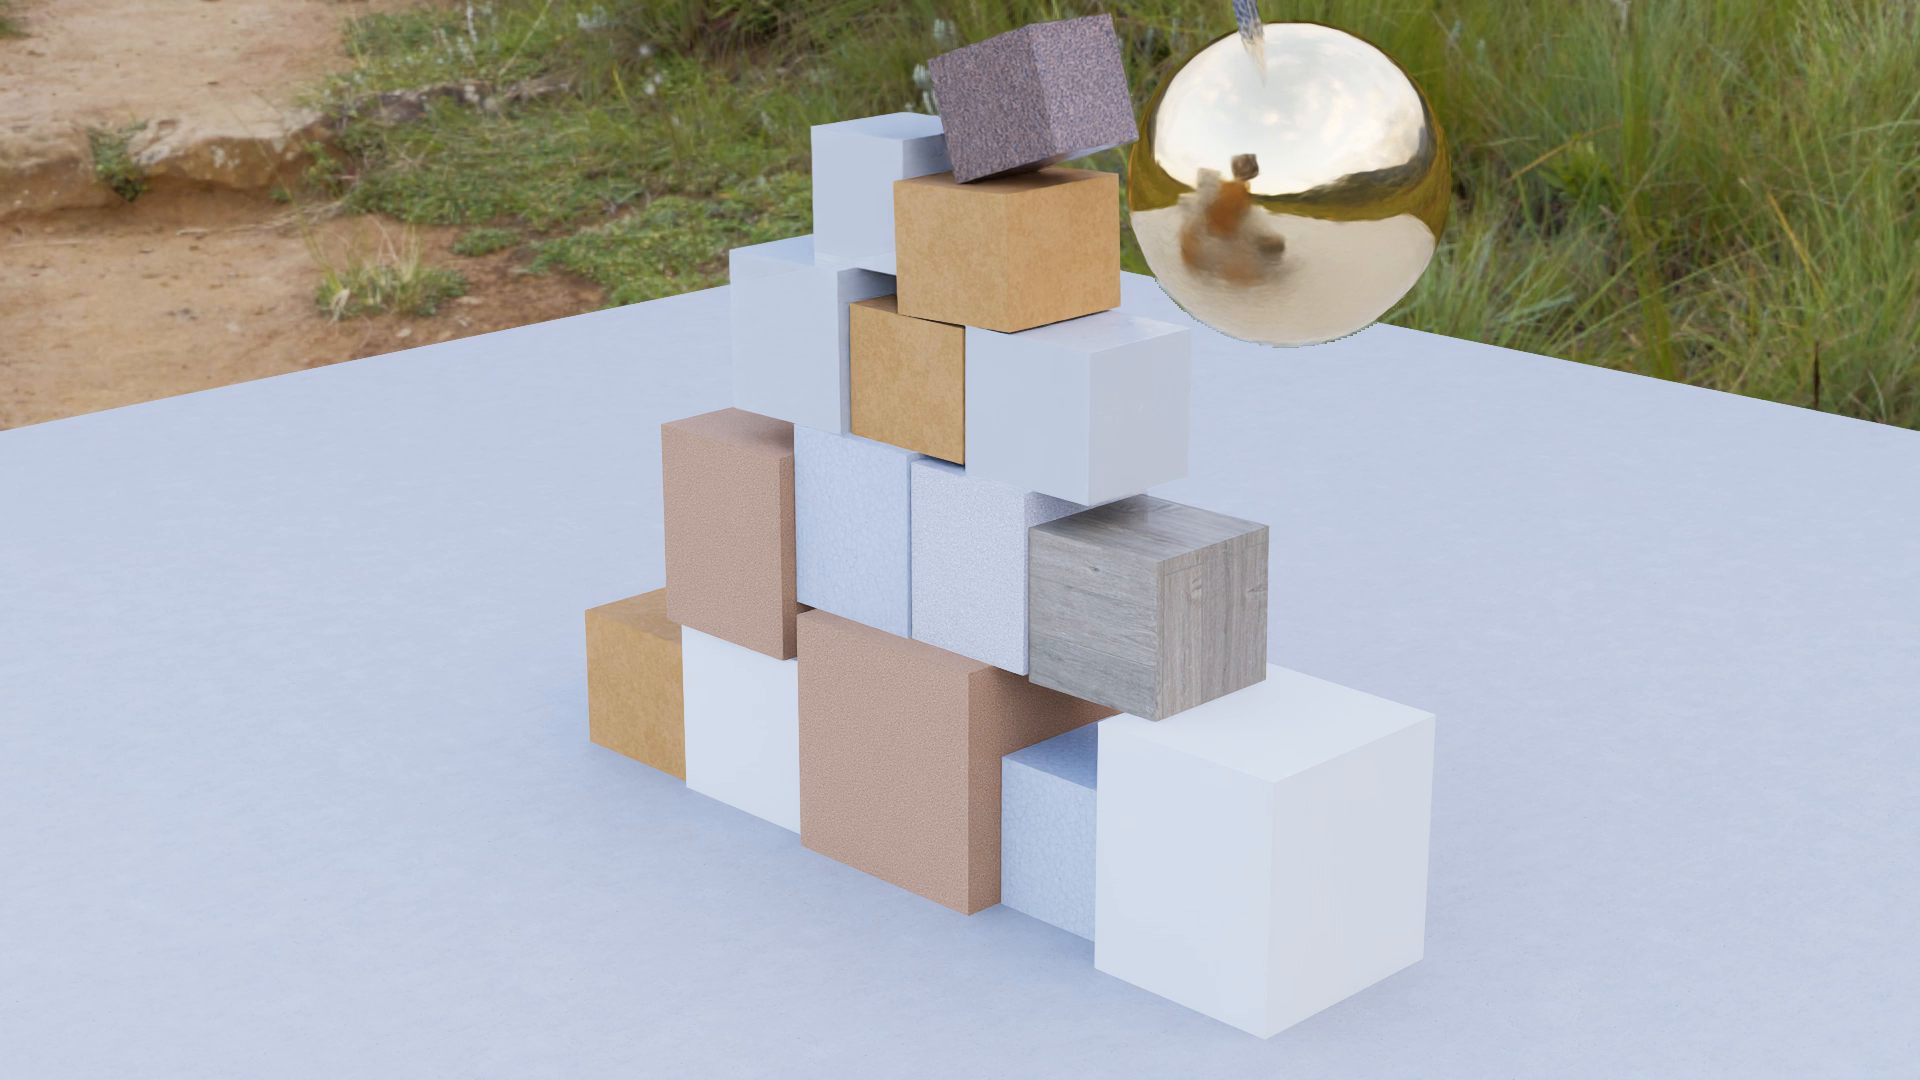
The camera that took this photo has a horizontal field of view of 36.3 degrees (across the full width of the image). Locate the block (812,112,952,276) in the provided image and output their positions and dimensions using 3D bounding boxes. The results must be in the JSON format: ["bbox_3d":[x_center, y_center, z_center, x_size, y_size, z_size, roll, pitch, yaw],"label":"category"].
[{"bbox_3d":[-0.248,-1.556,13.124,0.585,0.599,0.579,16,23,43],"label":"block"}]

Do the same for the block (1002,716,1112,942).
[{"bbox_3d":[0.699,1.294,13.046,0.722,0.708,0.731,-17,24,-42],"label":"block"}]

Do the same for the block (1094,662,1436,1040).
[{"bbox_3d":[1.284,1.280,12.402,1.068,1.122,0.937,-17,24,-42],"label":"block"}]

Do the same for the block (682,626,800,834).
[{"bbox_3d":[-0.707,0.807,14.325,0.889,0.870,0.928,-17,24,-42],"label":"block"}]

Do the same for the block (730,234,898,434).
[{"bbox_3d":[-0.517,-0.986,13.572,0.793,0.747,0.729,-17,23,-42],"label":"block"}]

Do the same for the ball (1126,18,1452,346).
[{"bbox_3d":[1.623,-1.763,14.489,1.600,1.600,1.600,0,17,0],"label":"ball"}]

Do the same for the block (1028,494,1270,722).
[{"bbox_3d":[0.807,0.276,12.577,0.722,0.695,0.728,-17,23,-42],"label":"block"}]

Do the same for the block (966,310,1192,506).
[{"bbox_3d":[0.506,-0.599,12.607,0.642,0.656,0.724,-17,24,-42],"label":"block"}]

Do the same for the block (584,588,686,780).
[{"bbox_3d":[-1.322,0.694,14.952,0.821,0.711,0.815,-17,24,-42],"label":"block"}]

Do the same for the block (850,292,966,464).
[{"bbox_3d":[0.000,-0.762,13.098,0.679,0.602,0.705,-17,24,-42],"label":"block"}]

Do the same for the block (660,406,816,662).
[{"bbox_3d":[-0.780,-0.096,14.112,0.965,0.981,0.844,-17,24,-42],"label":"block"}]

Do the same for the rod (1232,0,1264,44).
[{"bbox_3d":[0.703,-4.484,12.670,0.080,5.200,0.080,17,46,42],"label":"rod"}]

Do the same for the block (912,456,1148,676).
[{"bbox_3d":[0.309,0.038,13.038,0.793,0.818,0.689,-17,24,-42],"label":"block"}]

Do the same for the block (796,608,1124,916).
[{"bbox_3d":[0.029,0.892,13.598,1.090,1.145,1.111,-17,24,-42],"label":"block"}]

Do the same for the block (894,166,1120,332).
[{"bbox_3d":[0.207,-1.284,12.734,0.700,0.584,0.677,-17,21,-42],"label":"block"}]

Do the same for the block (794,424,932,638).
[{"bbox_3d":[-0.196,-0.134,13.526,0.850,0.853,0.738,-17,24,-42],"label":"block"}]

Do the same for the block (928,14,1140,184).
[{"bbox_3d":[0.310,-1.869,12.434,0.506,0.542,0.625,-17,5,-42],"label":"block"}]
